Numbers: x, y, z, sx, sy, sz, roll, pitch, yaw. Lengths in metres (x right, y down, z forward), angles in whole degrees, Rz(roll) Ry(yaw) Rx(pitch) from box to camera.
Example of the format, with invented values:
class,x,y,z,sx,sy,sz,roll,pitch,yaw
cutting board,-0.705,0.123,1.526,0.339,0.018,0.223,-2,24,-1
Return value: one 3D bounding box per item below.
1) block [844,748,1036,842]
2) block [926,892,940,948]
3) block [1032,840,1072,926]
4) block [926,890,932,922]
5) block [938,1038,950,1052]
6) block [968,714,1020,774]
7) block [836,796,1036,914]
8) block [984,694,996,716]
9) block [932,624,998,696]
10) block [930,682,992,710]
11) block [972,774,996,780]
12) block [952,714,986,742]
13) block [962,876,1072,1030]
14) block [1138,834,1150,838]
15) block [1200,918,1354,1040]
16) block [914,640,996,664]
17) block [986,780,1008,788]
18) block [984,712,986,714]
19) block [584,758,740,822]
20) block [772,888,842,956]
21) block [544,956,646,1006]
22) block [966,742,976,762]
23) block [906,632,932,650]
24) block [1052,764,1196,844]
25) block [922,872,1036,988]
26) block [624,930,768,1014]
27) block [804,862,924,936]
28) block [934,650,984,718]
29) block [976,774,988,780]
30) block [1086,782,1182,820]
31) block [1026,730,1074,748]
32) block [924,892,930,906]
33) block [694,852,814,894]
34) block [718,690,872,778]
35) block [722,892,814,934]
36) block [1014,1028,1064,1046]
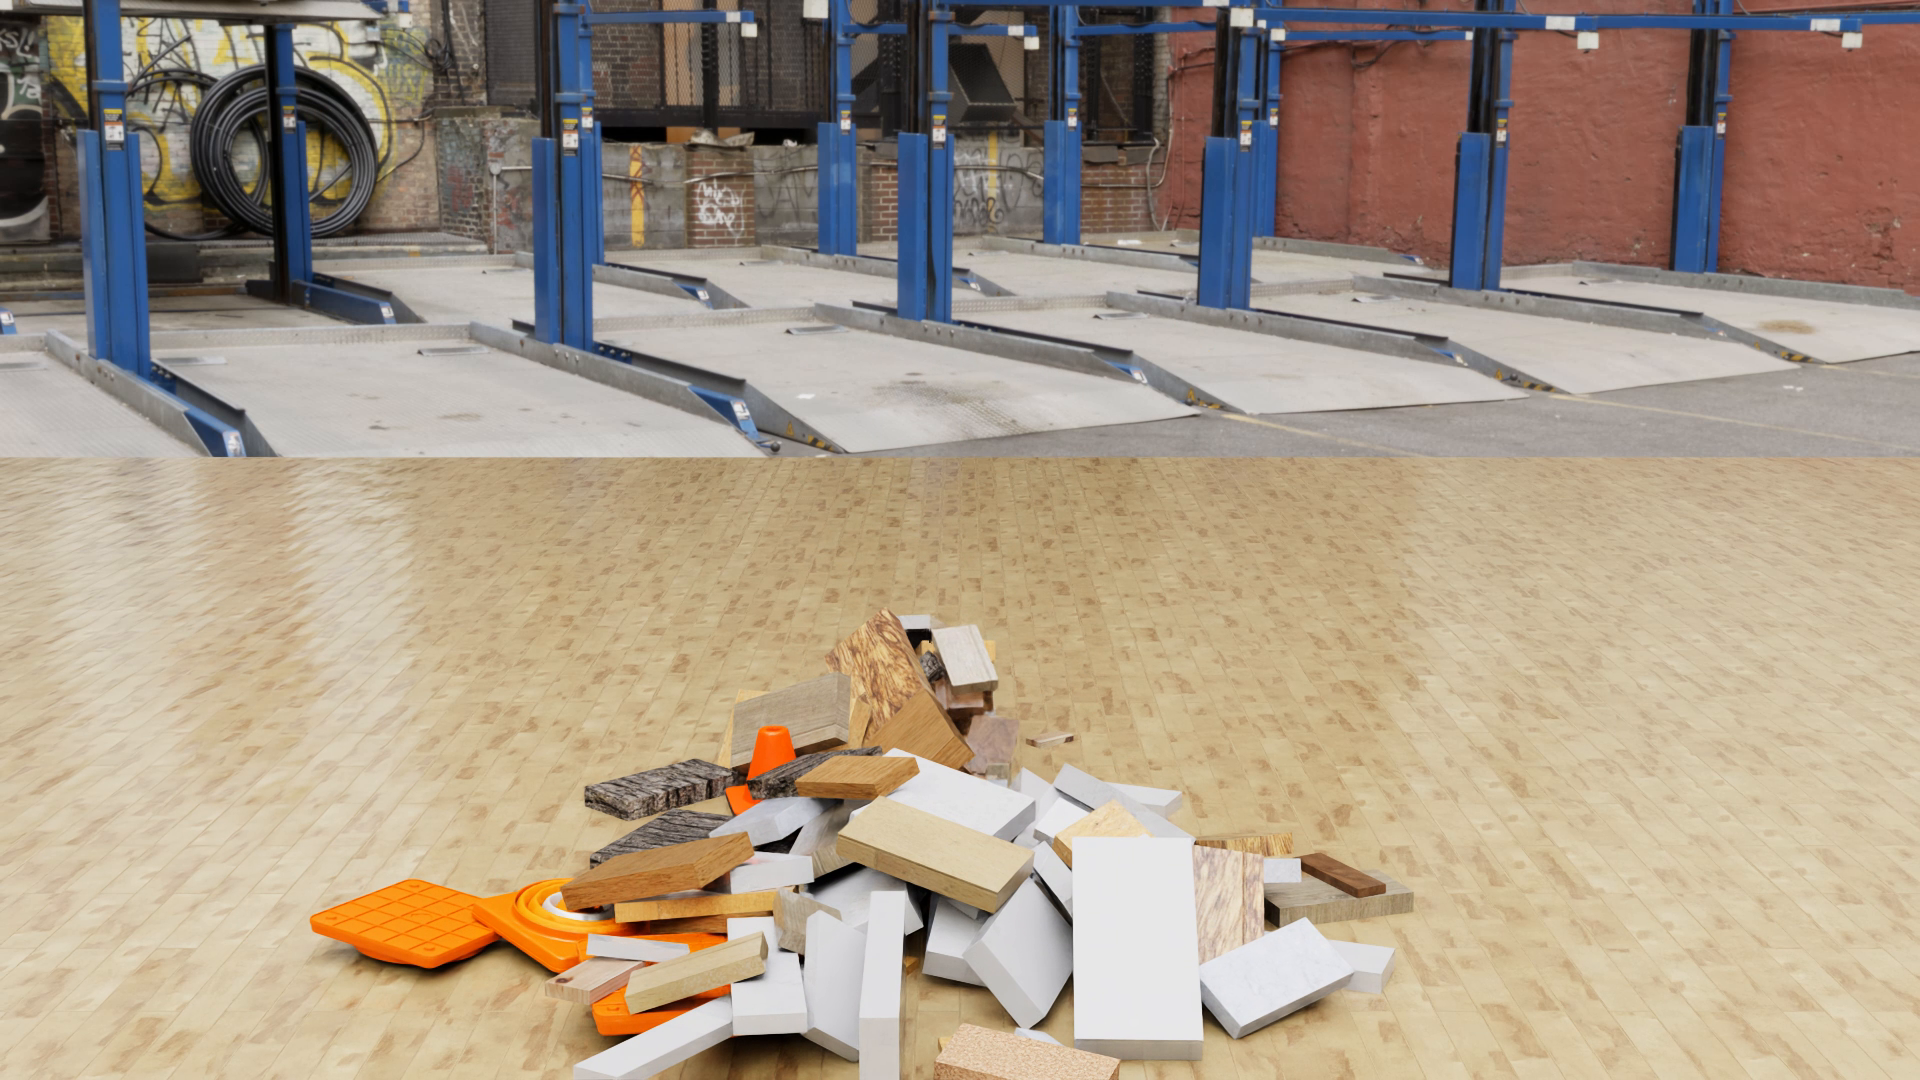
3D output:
class,x,y,z,sx,sy,sz,roll,pitch,yaw
block,-0.034,0.431,3.614,0.285,0.040,0.143,16,30,30
block,-0.001,0.602,3.421,0.095,0.027,0.191,1,23,2
block,0.179,0.564,3.375,0.040,0.140,0.281,-33,11,-5
block,0.003,0.558,3.589,0.095,0.027,0.191,3,26,5
block,0.022,0.694,2.992,0.098,0.014,0.049,0,17,-12
block,0.058,0.401,4.195,0.092,0.026,0.184,6,31,5
block,-0.037,0.476,3.341,0.269,0.038,0.135,17,26,21
block,-0.006,0.330,4.948,0.153,0.043,0.659,0,11,-1
block,0.009,0.238,4.365,0.092,0.026,0.184,-7,36,-11
block,-0.019,0.309,4.504,0.155,0.044,0.310,-1,4,-2
block,0.020,0.465,4.022,0.071,0.020,0.141,3,17,11
block,-0.013,0.406,4.309,0.155,0.044,0.310,-2,19,-8
block,0.098,0.604,3.234,0.040,0.140,0.281,-40,-2,18
block,0.319,0.563,3.334,0.130,0.037,0.260,-25,48,-32
block,0.447,0.628,3.157,0.222,0.031,0.111,-16,48,-33
block,-0.028,0.266,4.704,0.153,0.043,0.306,1,-14,-10
block,0.020,0.448,3.771,0.122,0.035,0.245,1,3,1
block,-0.021,0.395,4.477,0.155,0.044,0.310,-1,19,-5
block,-0.566,0.474,4.189,0.134,0.038,0.268,10,15,43
block,-0.219,0.566,3.212,0.099,0.028,0.198,23,4,-9
block,-0.512,0.616,3.096,0.072,0.021,0.145,6,9,23
block,-0.102,0.371,4.210,0.163,0.046,0.326,-43,35,2
block,-0.044,0.249,4.831,0.153,0.043,0.306,-2,-12,1
block,0.280,0.470,3.817,0.167,0.047,0.333,33,-5,-11
block,0.032,0.584,3.370,0.140,0.040,0.281,12,23,2
block,-0.362,0.596,3.031,0.193,0.027,0.096,-18,9,0
block,-0.156,0.566,3.460,0.174,0.049,0.348,-27,11,1
block,-0.004,0.284,4.344,0.092,0.026,0.184,-1,35,-3
block,-0.004,0.498,3.862,0.122,0.035,0.245,-2,28,-4
block,0.308,0.489,4.139,0.197,0.028,0.099,5,11,24
block,0.187,0.415,4.576,0.093,0.013,0.046,-9,14,-39
block,-0.002,0.532,3.715,0.122,0.035,0.245,0,26,-2
block,-0.354,0.523,3.474,0.138,0.039,0.276,-4,-3,-30
block,-0.323,0.382,4.243,0.326,0.163,0.046,1,-21,42
block,-0.325,0.585,3.472,0.193,0.027,0.096,1,30,44
block,0.120,0.696,3.017,0.049,0.014,0.098,17,1,-30
